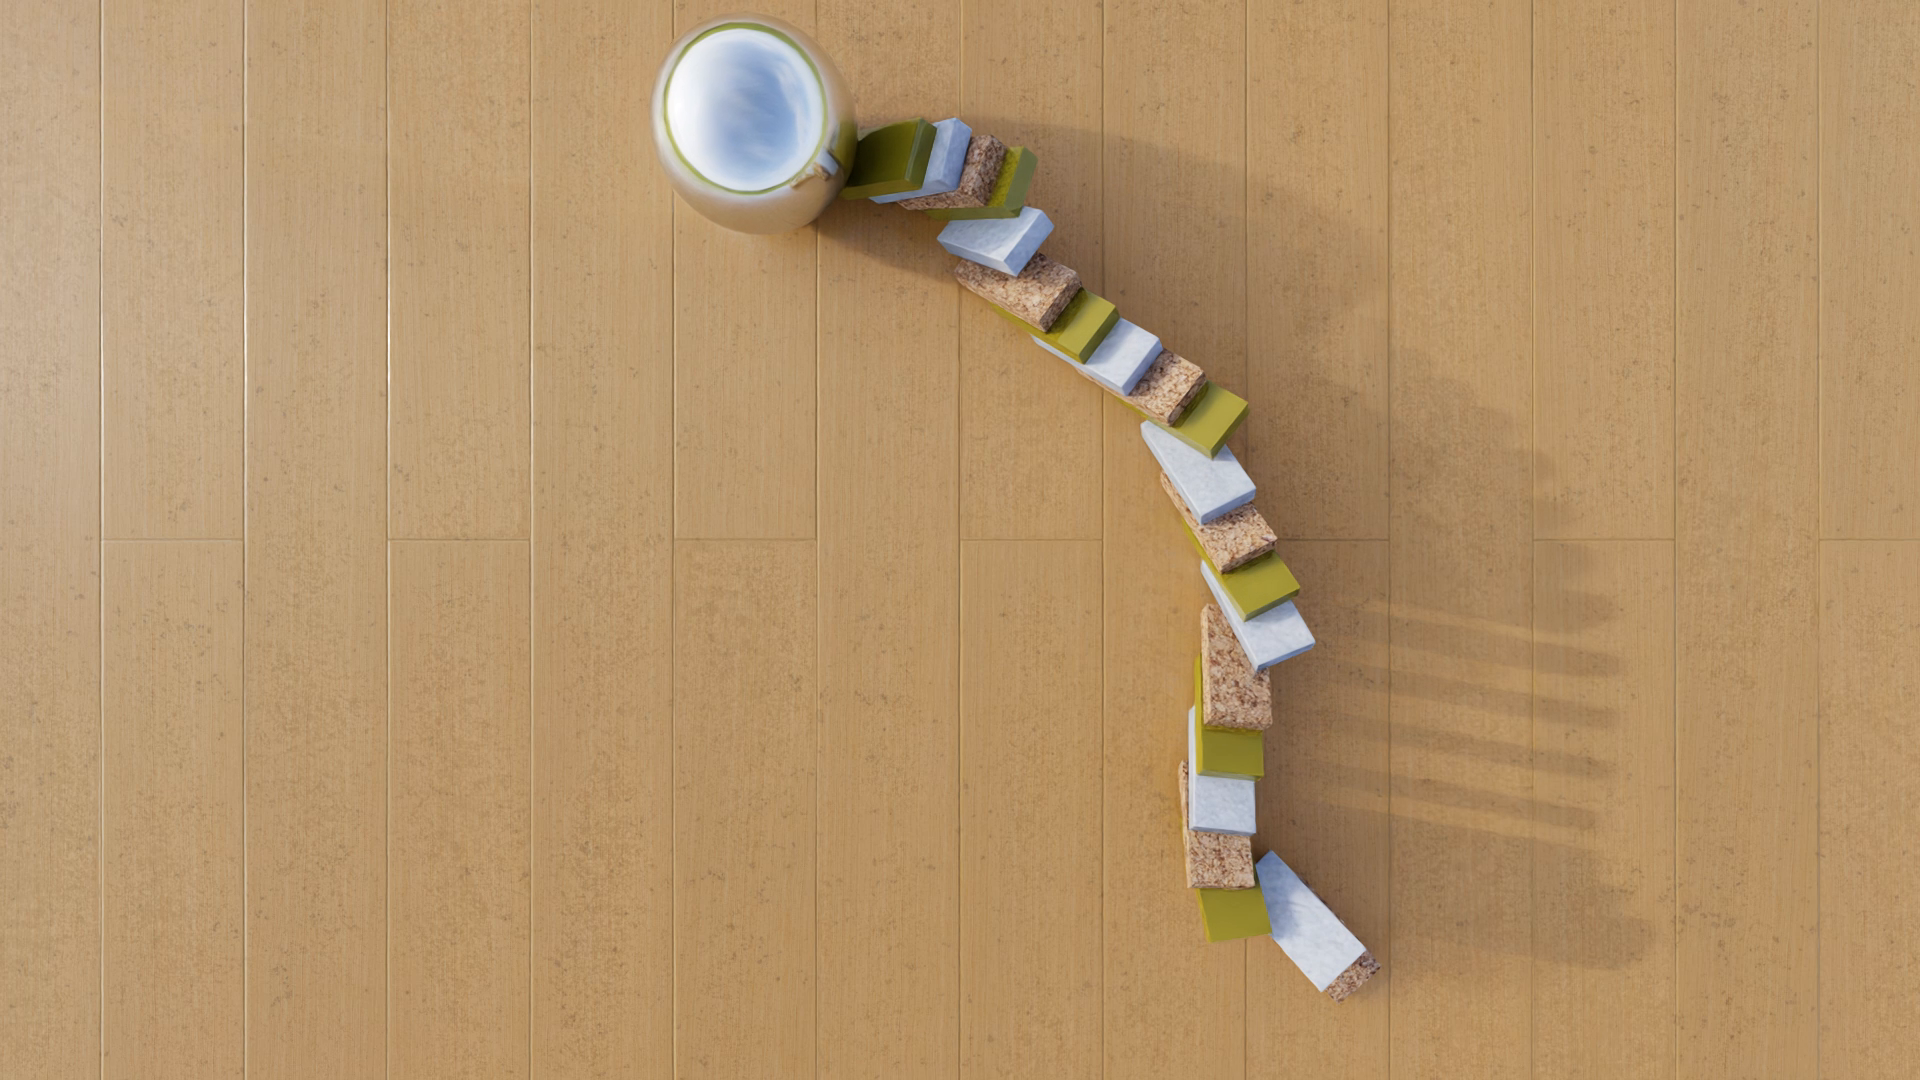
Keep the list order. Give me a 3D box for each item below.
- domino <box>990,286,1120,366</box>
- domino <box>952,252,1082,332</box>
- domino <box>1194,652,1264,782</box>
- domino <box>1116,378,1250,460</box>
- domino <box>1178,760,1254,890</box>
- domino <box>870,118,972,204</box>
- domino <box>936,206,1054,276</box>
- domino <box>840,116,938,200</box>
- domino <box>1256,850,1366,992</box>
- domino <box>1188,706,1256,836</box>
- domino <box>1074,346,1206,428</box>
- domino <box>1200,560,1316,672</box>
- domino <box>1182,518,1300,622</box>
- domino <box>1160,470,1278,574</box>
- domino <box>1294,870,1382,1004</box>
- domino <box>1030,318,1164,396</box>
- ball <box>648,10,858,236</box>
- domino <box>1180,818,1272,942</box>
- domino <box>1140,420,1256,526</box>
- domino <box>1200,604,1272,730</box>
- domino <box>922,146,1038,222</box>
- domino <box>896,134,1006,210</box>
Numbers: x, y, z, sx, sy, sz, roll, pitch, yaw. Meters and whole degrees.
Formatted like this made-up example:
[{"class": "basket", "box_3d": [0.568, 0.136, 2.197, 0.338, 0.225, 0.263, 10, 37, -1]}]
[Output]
[{"class": "domino", "box_3d": [0.039, -0.097, 0.385, 0.050, 0.009, 0.025, 38, 90, 27]}, {"class": "domino", "box_3d": [0.024, -0.110, 0.384, 0.050, 0.009, 0.025, 38, 90, 29]}, {"class": "domino", "box_3d": [0.112, 0.074, 0.385, 0.025, 0.010, 0.050, 6, 63, 0]}, {"class": "domino", "box_3d": [0.092, -0.058, 0.384, 0.050, 0.009, 0.025, 38, 88, 27]}, {"class": "domino", "box_3d": [0.107, 0.119, 0.384, 0.025, 0.009, 0.050, 1, 63, 2]}, {"class": "domino", "box_3d": [-0.018, -0.156, 0.379, 0.010, 0.050, 0.025, 15, 88, -45]}, {"class": "domino", "box_3d": [0.014, -0.127, 0.379, 0.025, 0.050, 0.009, -52, 133, 0]}, {"class": "domino", "box_3d": [-0.032, -0.157, 0.379, 0.009, 0.050, 0.025, 14, 90, -45]}, {"class": "domino", "box_3d": [0.140, 0.158, 0.382, 0.025, 0.009, 0.050, -43, 61, -1]}, {"class": "domino", "box_3d": [0.109, 0.096, 0.384, 0.025, 0.010, 0.050, 6, 63, 2]}, {"class": "domino", "box_3d": [0.075, -0.071, 0.384, 0.050, 0.010, 0.025, 38, 88, 27]}, {"class": "domino", "box_3d": [0.124, 0.027, 0.384, 0.025, 0.009, 0.050, -22, 63, -1]}, {"class": "domino", "box_3d": [0.117, 0.007, 0.384, 0.025, 0.010, 0.050, -26, 63, -1]}, {"class": "domino", "box_3d": [0.108, -0.013, 0.384, 0.025, 0.009, 0.050, -26, 63, -1]}, {"class": "domino", "box_3d": [0.154, 0.171, 0.395, 0.025, 0.010, 0.050, -41, 90, 0]}, {"class": "domino", "box_3d": [0.057, -0.084, 0.384, 0.050, 0.009, 0.025, 37, 89, 27]}, {"class": "ball", "box_3d": [-0.080, -0.162, 0.360, 0.080, 0.080, 0.080, 0, 90, 0]}, {"class": "domino", "box_3d": [0.111, 0.140, 0.385, 0.025, 0.009, 0.050, -8, 65, 0]}, {"class": "domino", "box_3d": [0.099, -0.033, 0.385, 0.025, 0.010, 0.050, -27, 63, 0]}, {"class": "domino", "box_3d": [0.115, 0.053, 0.385, 0.025, 0.009, 0.050, 6, 63, 0]}, {"class": "domino", "box_3d": [0.007, -0.147, 0.379, 0.010, 0.050, 0.025, 19, 89, -45]}, {"class": "domino", "box_3d": [-0.005, -0.151, 0.379, 0.010, 0.050, 0.025, 19, 90, -45]}]
